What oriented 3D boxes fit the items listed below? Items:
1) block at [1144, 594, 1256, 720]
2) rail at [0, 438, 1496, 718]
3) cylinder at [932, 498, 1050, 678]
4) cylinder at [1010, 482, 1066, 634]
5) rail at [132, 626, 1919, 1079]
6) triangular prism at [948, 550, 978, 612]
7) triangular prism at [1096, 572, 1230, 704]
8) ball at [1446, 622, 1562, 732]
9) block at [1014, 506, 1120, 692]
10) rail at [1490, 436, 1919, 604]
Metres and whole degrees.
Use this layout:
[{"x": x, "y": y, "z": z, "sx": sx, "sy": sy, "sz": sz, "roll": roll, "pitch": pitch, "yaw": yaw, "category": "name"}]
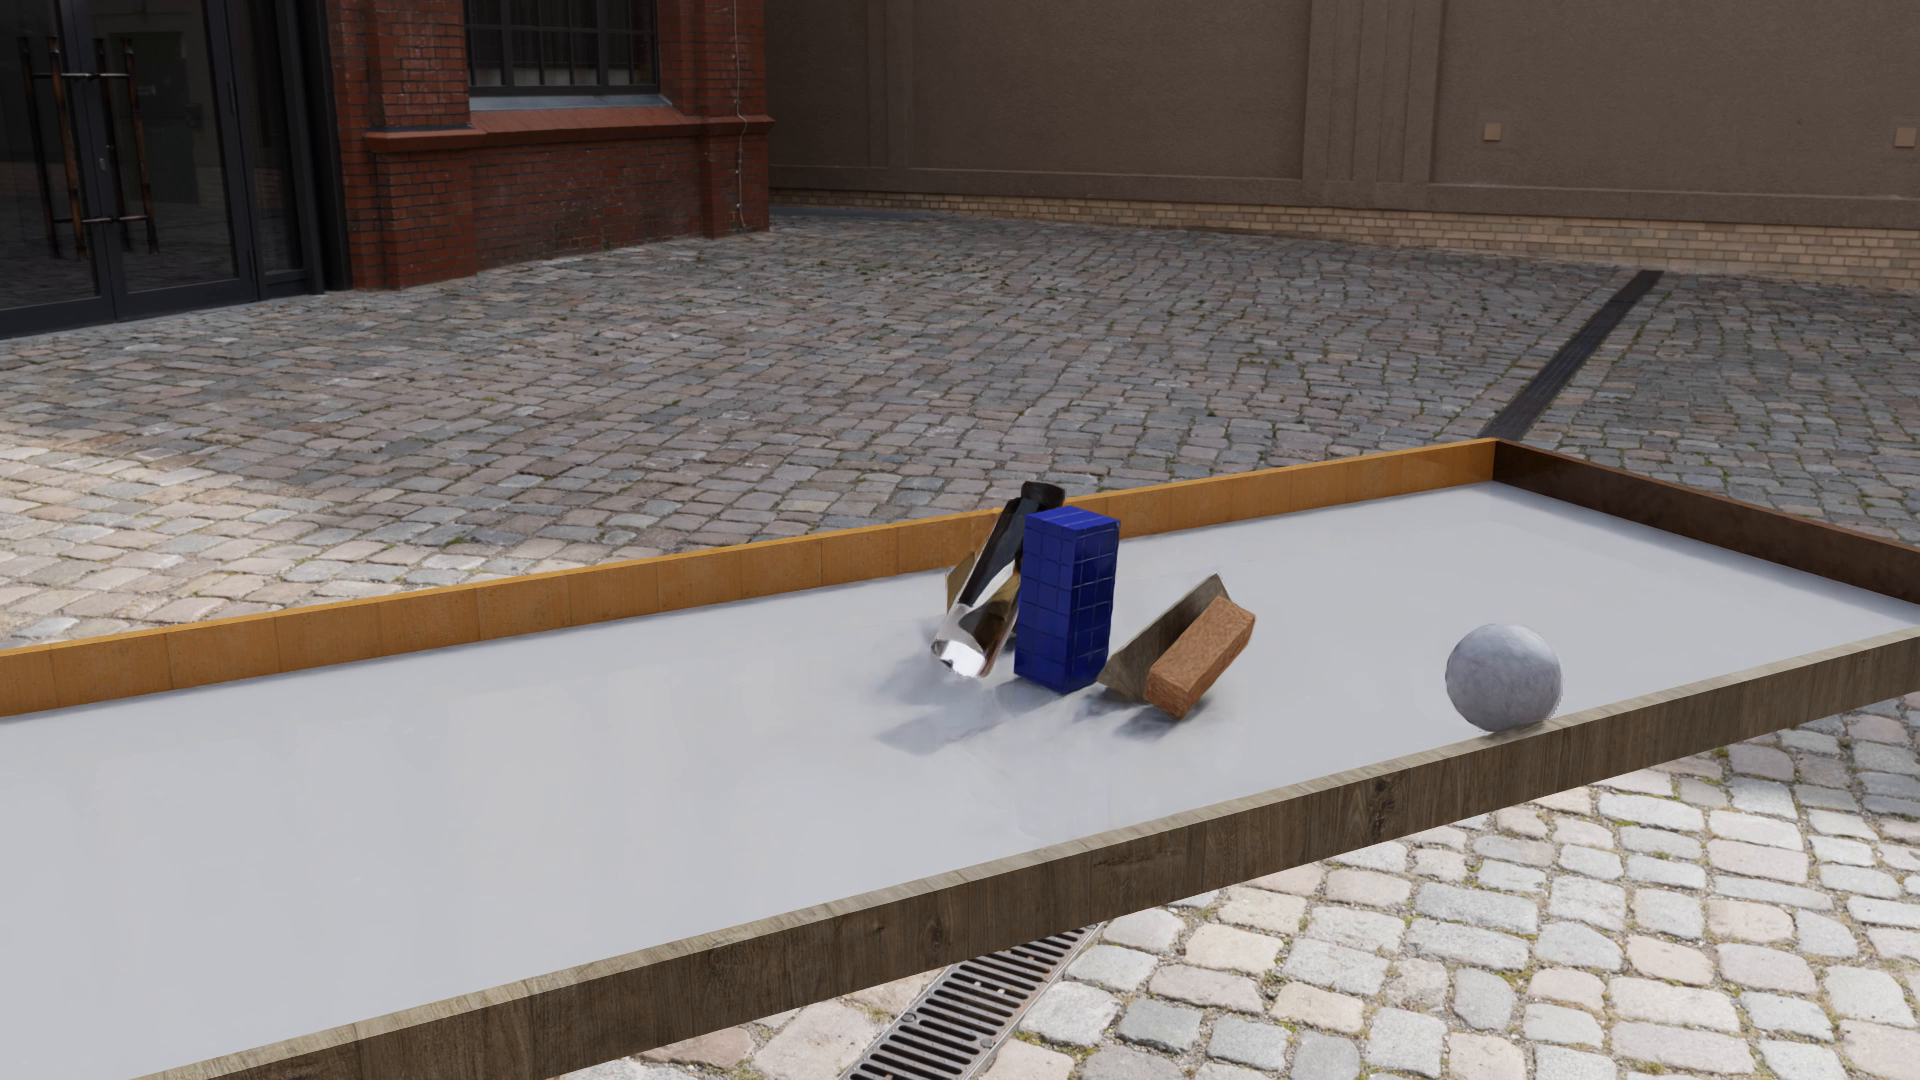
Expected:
[{"x": 0.579, "y": 0.281, "z": 3.979, "sx": 0.106, "sy": 0.106, "sz": 0.318, "roll": 30, "pitch": 50, "yaw": 23, "category": "block"}, {"x": -3.305, "y": 0.497, "z": 3.399, "sx": 12.000, "sy": 0.150, "sz": 0.050, "roll": -9, "pitch": 18, "yaw": -27, "category": "rail"}, {"x": 0.098, "y": 0.119, "z": 4.226, "sx": 0.164, "sy": 0.164, "sz": 0.458, "roll": 10, "pitch": 56, "yaw": 31, "category": "cylinder"}, {"x": 0.190, "y": 0.053, "z": 4.451, "sx": 0.119, "sy": 0.401, "sz": 0.119, "roll": 10, "pitch": -11, "yaw": 2, "category": "cylinder"}, {"x": -2.336, "y": 1.006, "z": 1.665, "sx": 12.000, "sy": 0.150, "sz": 0.050, "roll": -9, "pitch": 18, "yaw": -27, "category": "rail"}, {"x": 0.033, "y": 0.153, "z": 4.484, "sx": 0.118, "sy": 0.102, "sz": 0.328, "roll": 9, "pitch": 29, "yaw": -5, "category": "triangular prism"}, {"x": 0.517, "y": 0.225, "z": 4.096, "sx": 0.148, "sy": 0.128, "sz": 0.389, "roll": 27, "pitch": 49, "yaw": 38, "category": "triangular prism"}, {"x": 1.175, "y": 0.299, "z": 3.569, "sx": 0.240, "sy": 0.240, "sz": 0.240, "roll": 0, "pitch": 16, "yaw": 0, "category": "ball"}, {"x": 0.264, "y": 0.144, "z": 4.104, "sx": 0.165, "sy": 0.415, "sz": 0.165, "roll": 18, "pitch": 21, "yaw": 41, "category": "block"}, {"x": 2.466, "y": -0.048, "z": 5.253, "sx": 0.050, "sy": 0.150, "sz": 2.100, "roll": -9, "pitch": 18, "yaw": -27, "category": "rail"}]
